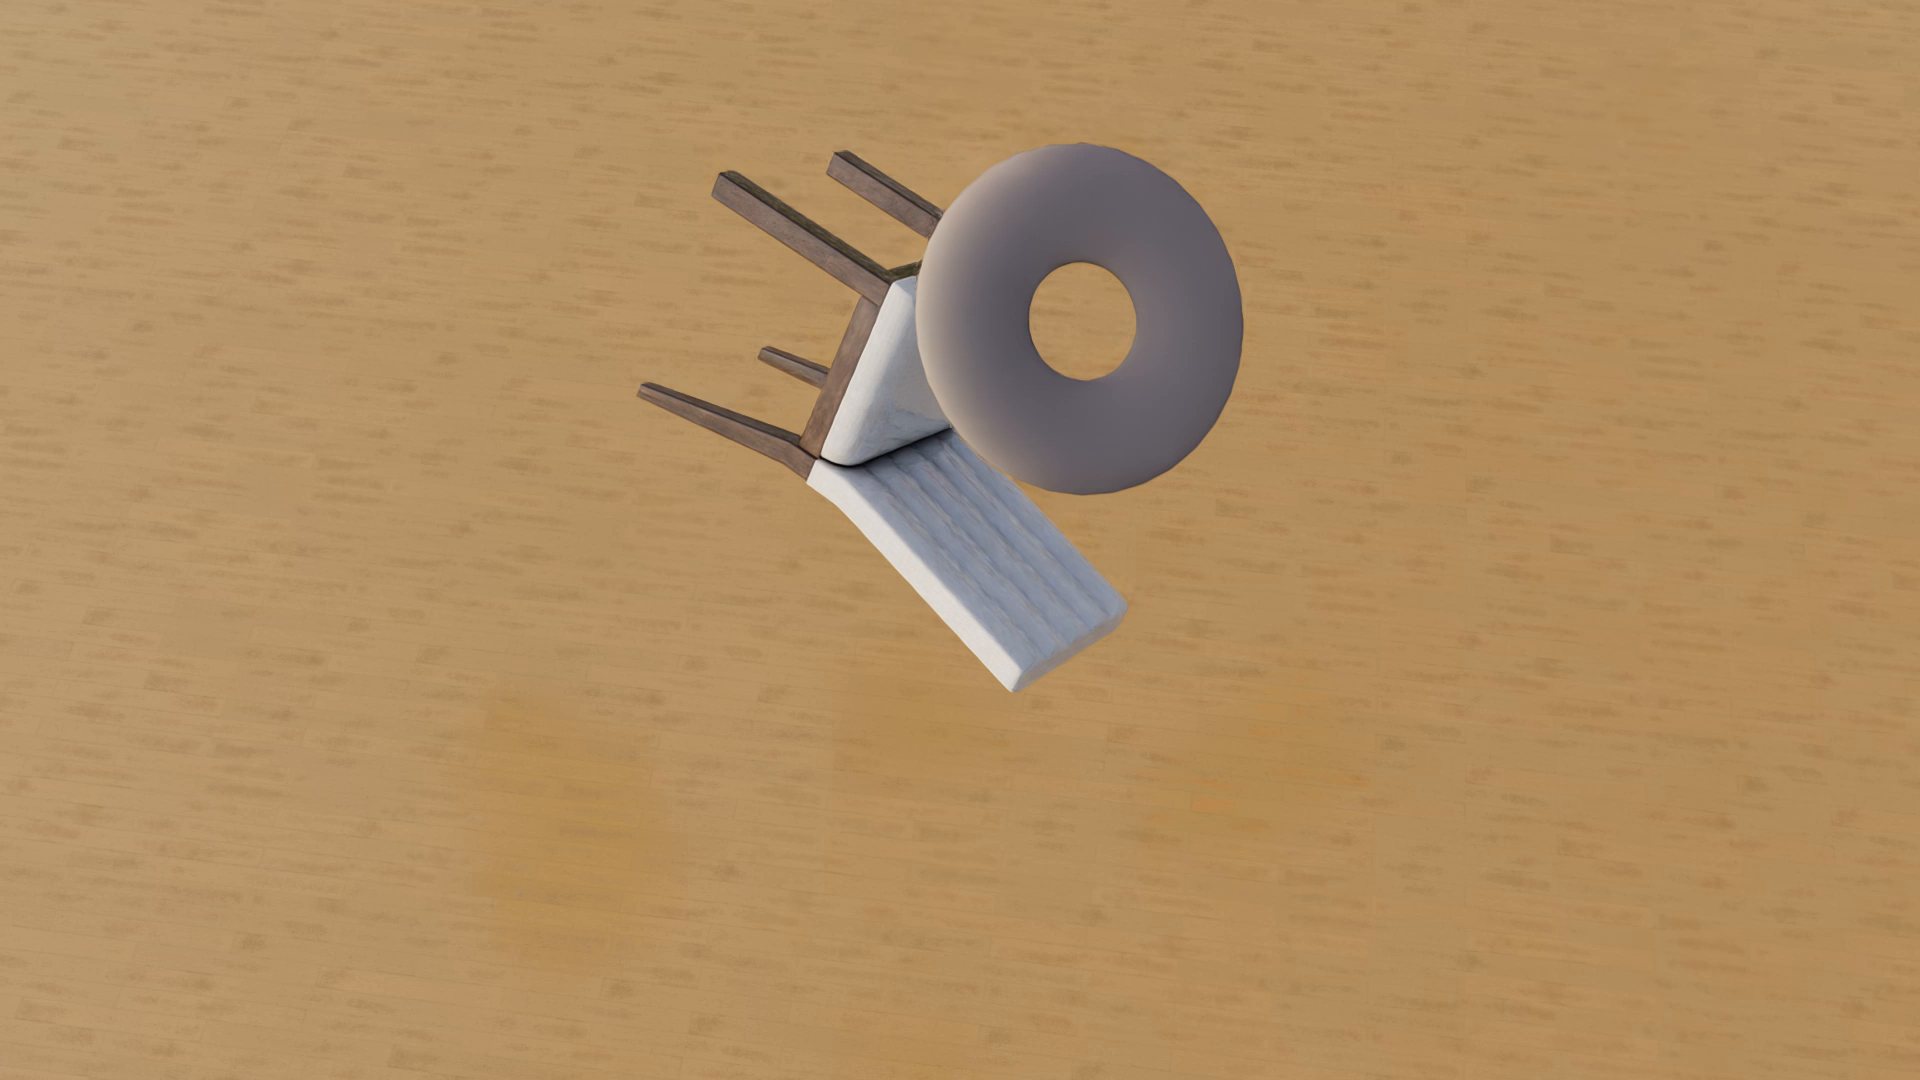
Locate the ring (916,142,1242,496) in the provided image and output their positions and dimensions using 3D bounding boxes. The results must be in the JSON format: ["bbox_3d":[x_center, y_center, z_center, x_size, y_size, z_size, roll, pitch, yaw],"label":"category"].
[{"bbox_3d":[0.158,-0.280,2.822,0.436,0.066,0.466,-45,109,-6],"label":"ring"}]
